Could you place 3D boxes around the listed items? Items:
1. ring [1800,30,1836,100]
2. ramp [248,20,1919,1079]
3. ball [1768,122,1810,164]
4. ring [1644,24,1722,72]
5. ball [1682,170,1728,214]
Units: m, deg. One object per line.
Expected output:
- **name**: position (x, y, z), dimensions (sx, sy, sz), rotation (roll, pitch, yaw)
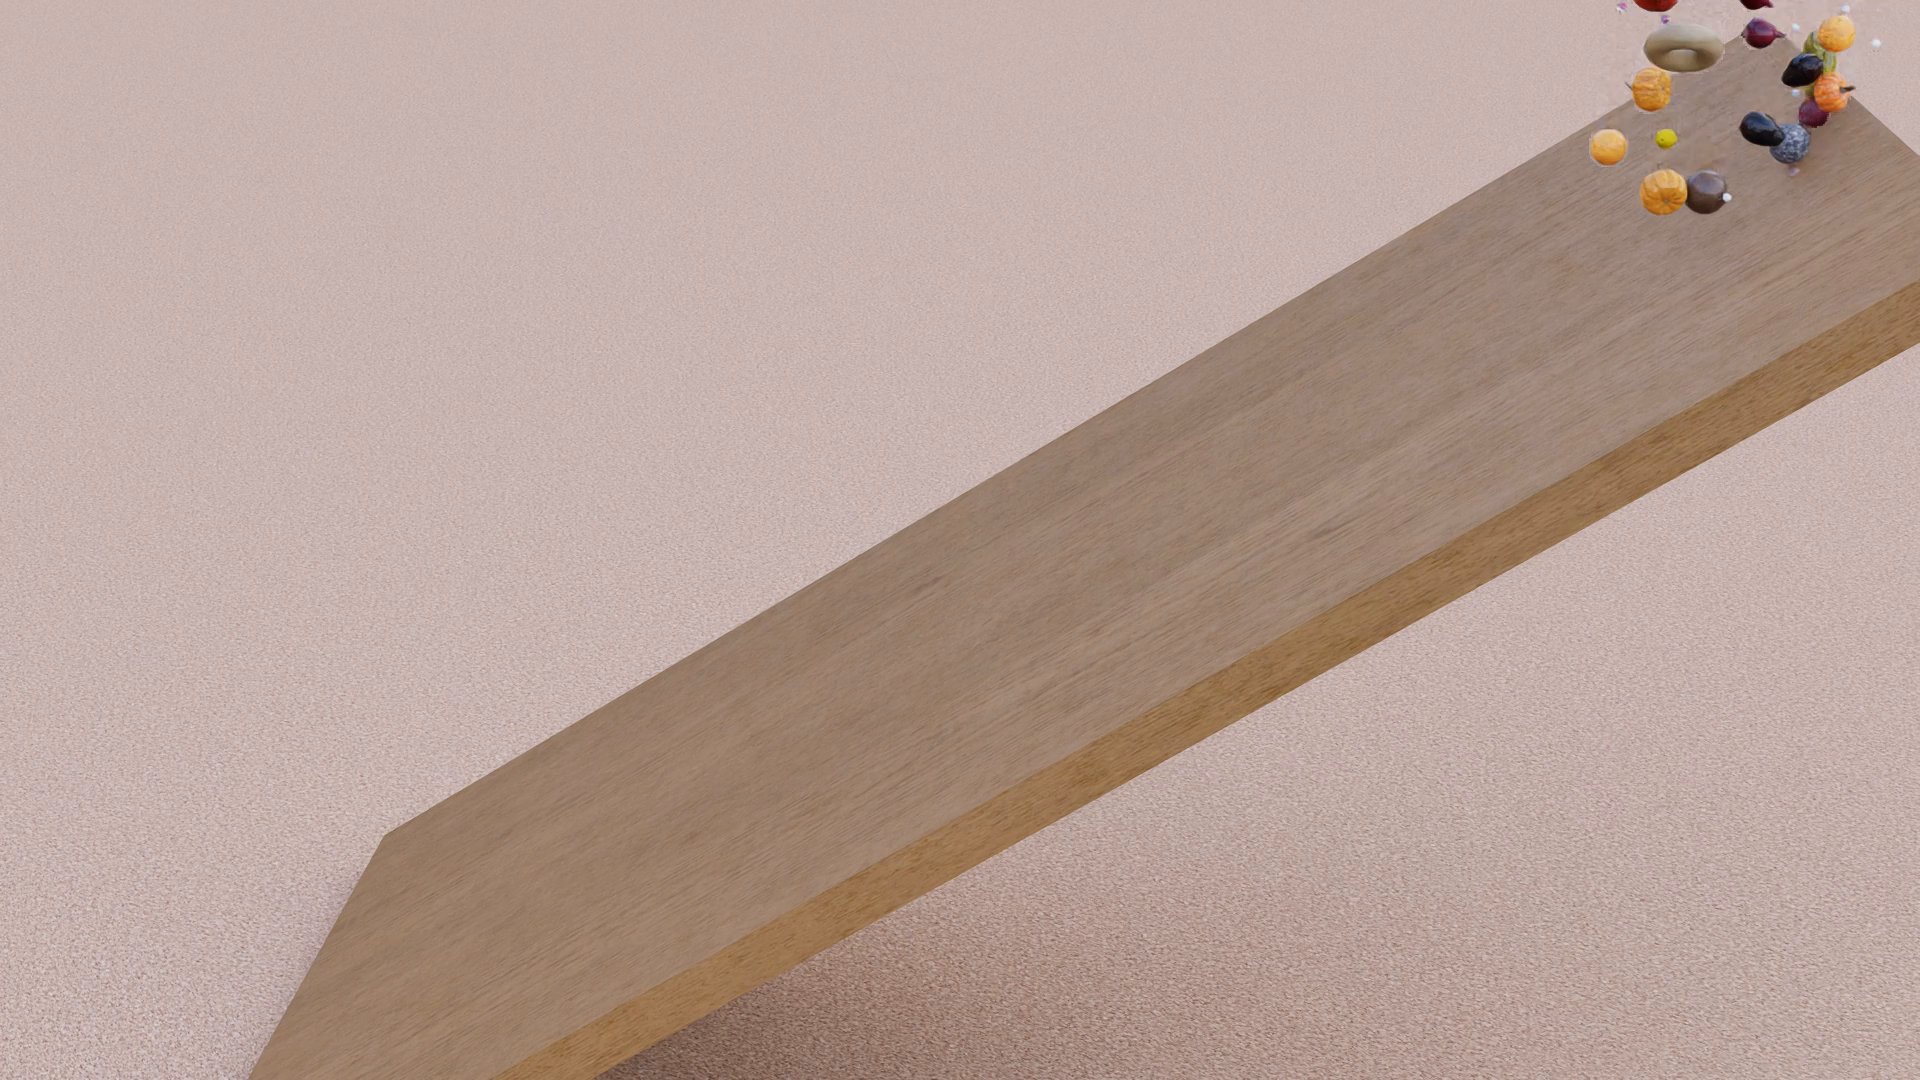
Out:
- **ring**: position (1.730, -0.957, 5.926), dimensions (0.047, 0.140, 0.140), rotation (1, 20, 1)
- **ramp**: position (0.140, 0.170, 6.293), dimensions (4.000, 0.100, 2.000), rotation (-30, 15, 13)
- **ball**: position (1.628, -0.779, 5.776), dimensions (0.079, 0.079, 0.079), rotation (0, 20, 0)
- **ring**: position (1.396, -0.949, 5.676), dimensions (0.148, 0.049, 0.148), rotation (7, -17, 2)
- **ball**: position (1.429, -0.667, 5.639), dimensions (0.085, 0.085, 0.085), rotation (0, 20, 0)
